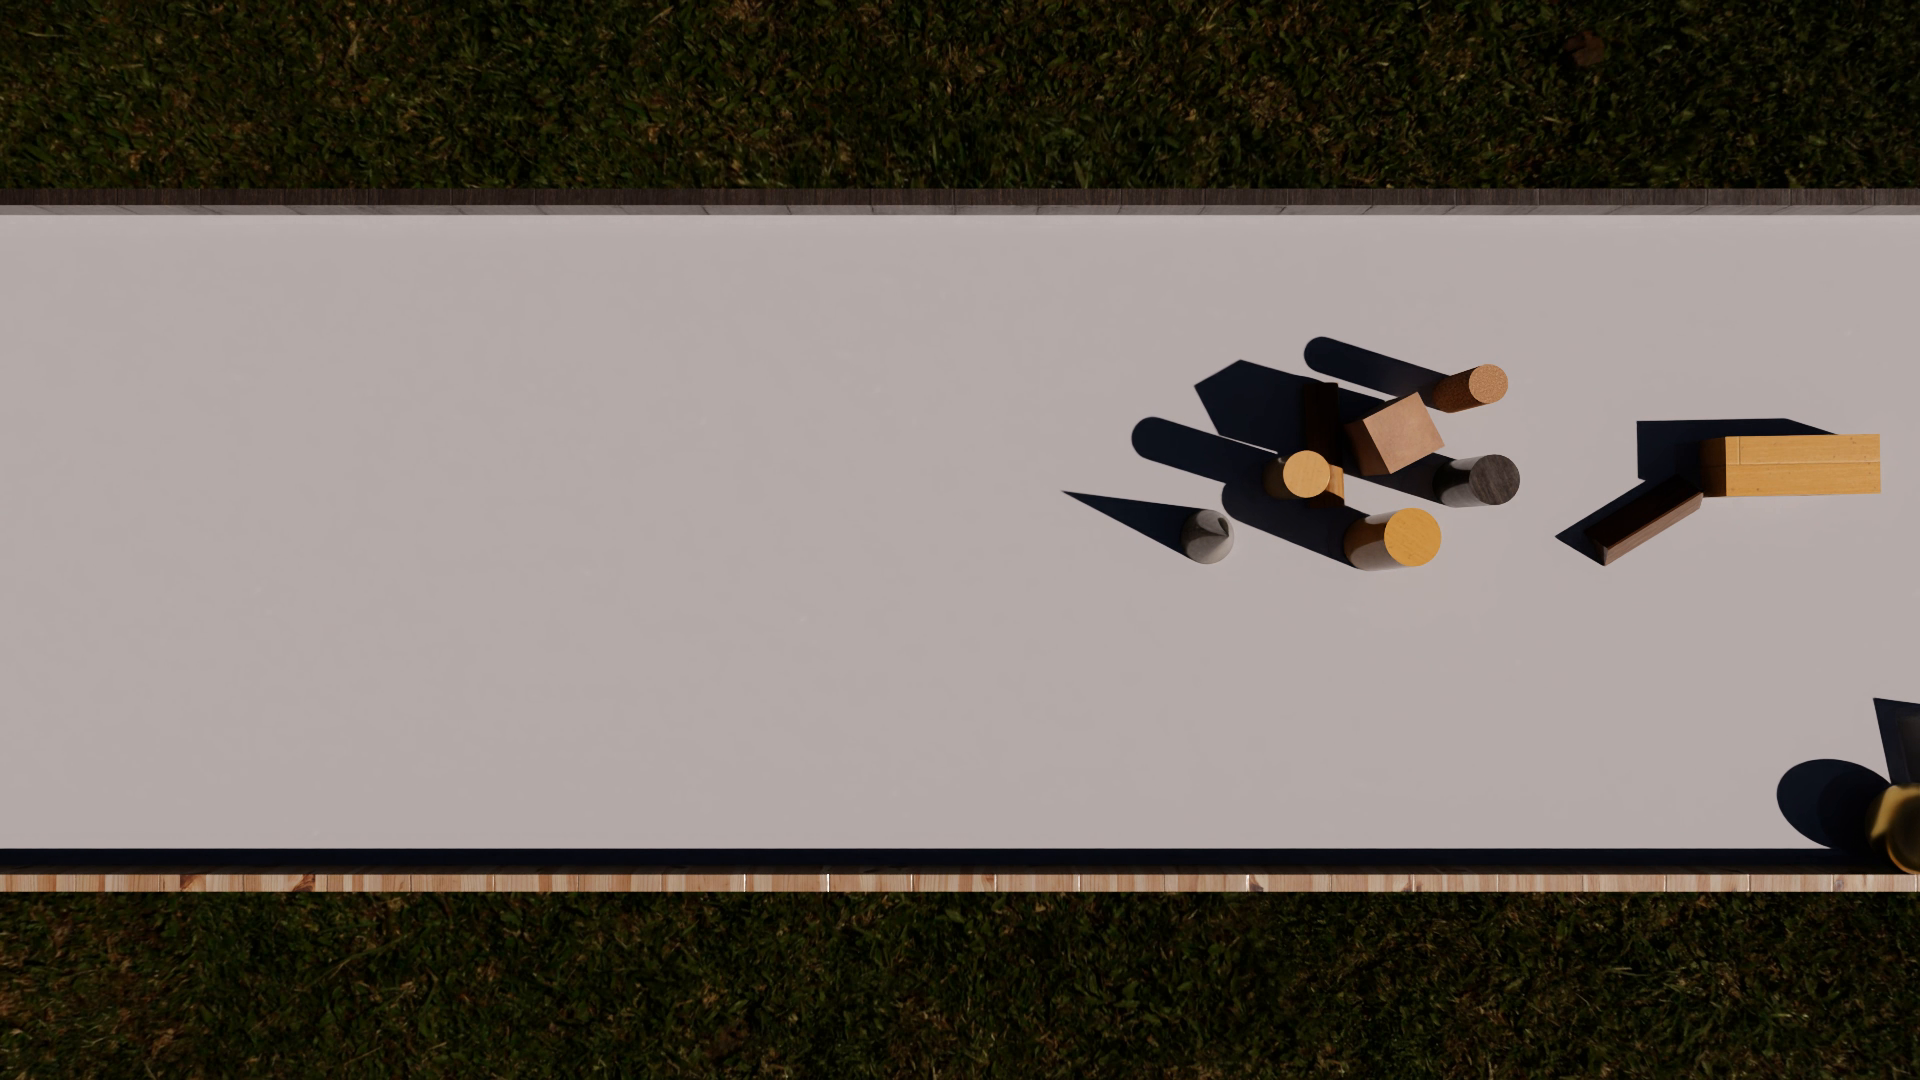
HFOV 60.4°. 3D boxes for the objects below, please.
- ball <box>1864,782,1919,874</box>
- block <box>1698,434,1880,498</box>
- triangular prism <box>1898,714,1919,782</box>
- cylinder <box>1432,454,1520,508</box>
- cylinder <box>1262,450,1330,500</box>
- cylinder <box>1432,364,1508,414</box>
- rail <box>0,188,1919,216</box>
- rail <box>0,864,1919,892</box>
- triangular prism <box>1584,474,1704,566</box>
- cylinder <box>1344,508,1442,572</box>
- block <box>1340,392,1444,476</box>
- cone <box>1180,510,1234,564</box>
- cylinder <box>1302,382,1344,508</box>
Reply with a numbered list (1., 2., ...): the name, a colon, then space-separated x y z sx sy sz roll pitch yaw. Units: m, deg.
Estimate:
1. ball: 2.863 0.863 4.940 0.273 0.273 0.273 0 90 0
2. block: 2.505 -0.222 4.988 0.458 0.177 0.177 -1 90 0
3. triangular prism: 2.996 0.713 5.007 0.151 0.131 0.370 -12 90 0
4. cylinder: 1.527 -0.172 4.893 0.146 0.367 0.146 0 90 0
5. cylinder: 0.992 -0.189 4.894 0.134 0.364 0.134 0 90 1
6. cylinder: 1.510 -0.446 4.894 0.113 0.364 0.113 0 90 0
7. rail: -2.247 -1.025 5.002 12.000 0.150 0.050 0 90 0
8. rail: -2.247 1.025 5.001 12.000 0.150 0.050 0 90 0
9. triangular prism: 2.095 -0.061 5.020 0.341 0.107 0.124 -31 90 0
10. cylinder: 1.276 0.002 4.889 0.169 0.358 0.169 0 87 -6
11. block: 1.269 -0.308 4.877 0.173 0.392 0.173 -27 90 3
12. cone: 0.760 -0.010 4.867 0.169 0.418 0.169 0 90 0
13. cylinder: 1.108 -0.287 5.024 0.106 0.106 0.378 -3 90 0
